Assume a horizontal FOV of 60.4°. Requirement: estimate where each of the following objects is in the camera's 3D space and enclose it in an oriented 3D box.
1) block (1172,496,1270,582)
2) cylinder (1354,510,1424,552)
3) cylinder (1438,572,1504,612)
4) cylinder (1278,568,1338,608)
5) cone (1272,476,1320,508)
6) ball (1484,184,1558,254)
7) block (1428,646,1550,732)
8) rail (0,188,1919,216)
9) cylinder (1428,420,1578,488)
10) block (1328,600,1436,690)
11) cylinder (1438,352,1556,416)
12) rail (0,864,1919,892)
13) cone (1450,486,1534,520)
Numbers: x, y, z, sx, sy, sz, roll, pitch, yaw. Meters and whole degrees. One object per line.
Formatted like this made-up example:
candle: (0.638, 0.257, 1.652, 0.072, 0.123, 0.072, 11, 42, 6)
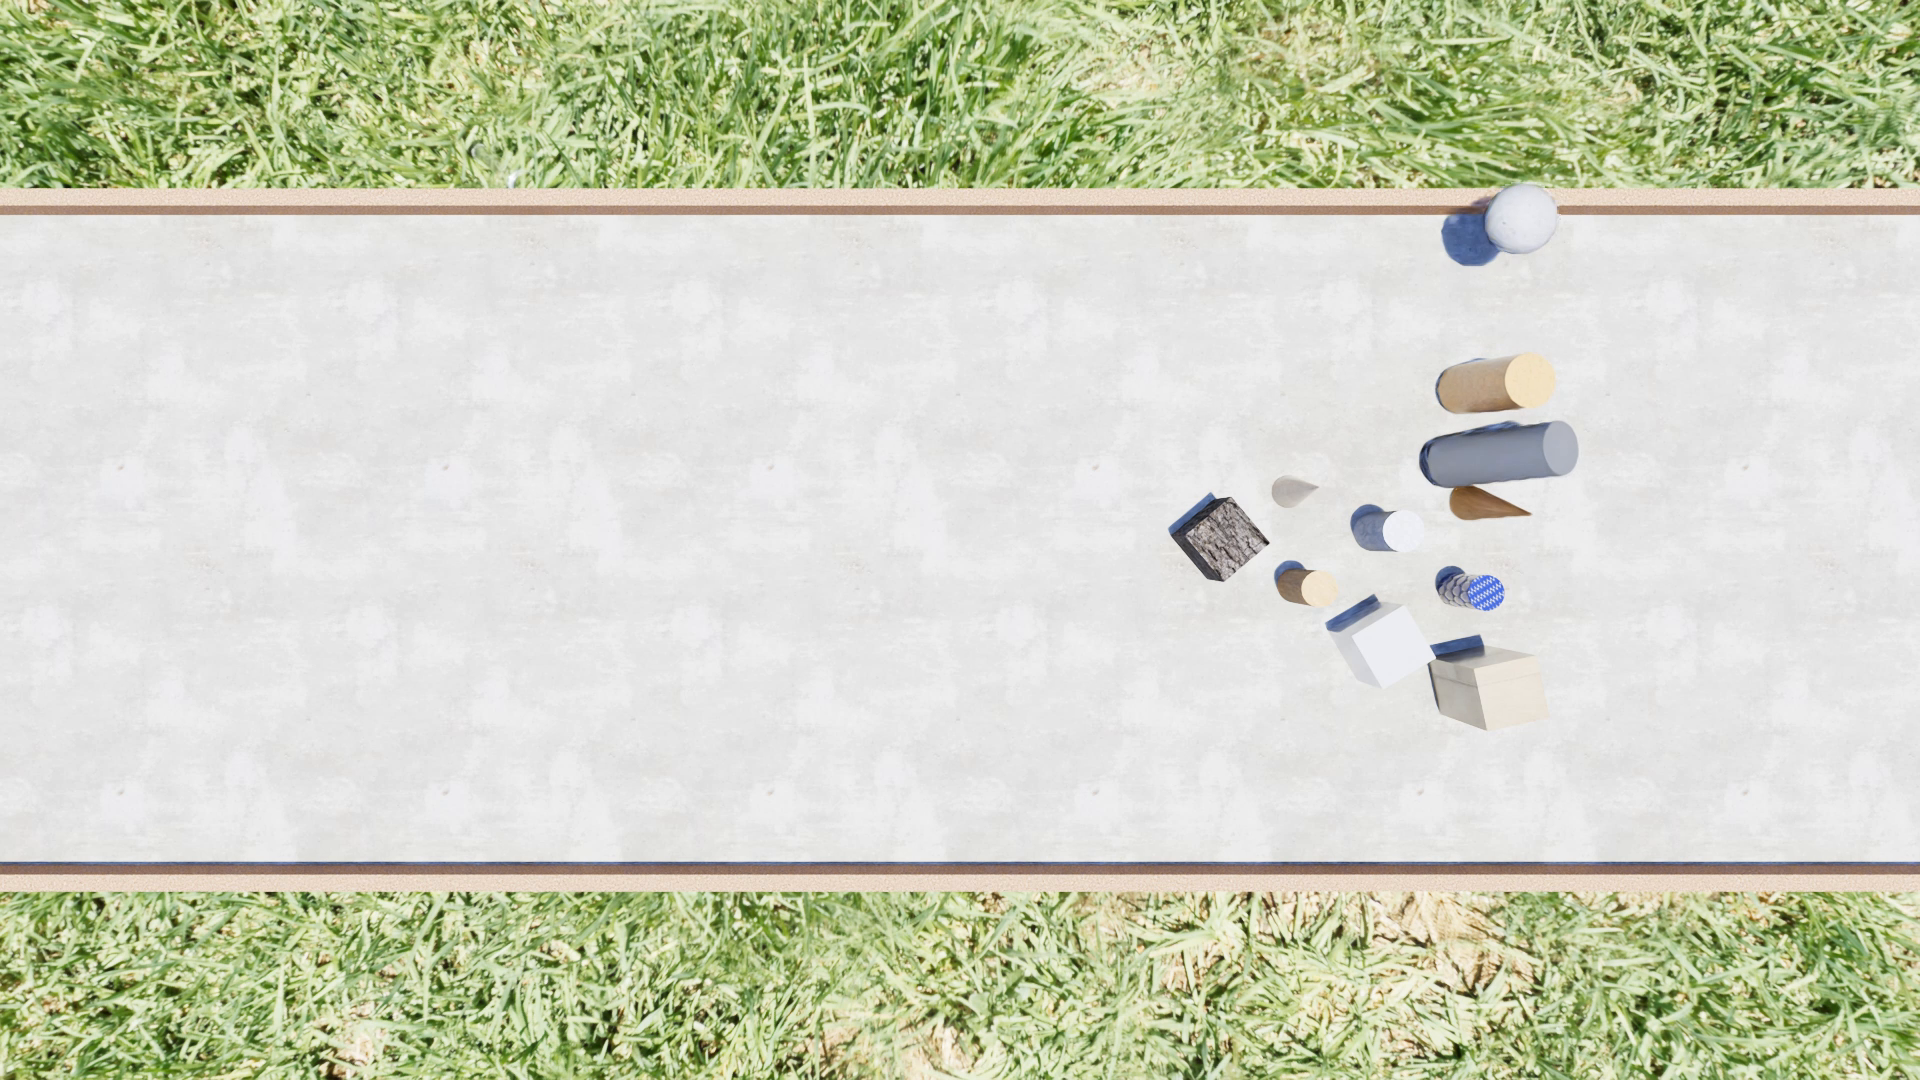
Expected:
block: (0.771, -0.002, 4.913, 0.175, 0.326, 0.175, -40, 90, 0)
cylinder: (1.271, -0.025, 4.899, 0.120, 0.356, 0.120, 0, 90, 0)
cylinder: (1.522, 0.153, 4.921, 0.104, 0.310, 0.104, 0, 90, 0)
cylinder: (1.029, 0.140, 4.895, 0.105, 0.364, 0.105, 0, 90, 0)
cone: (1.010, -0.149, 4.851, 0.102, 0.451, 0.102, 0, 90, 0)
ball: (1.591, -0.910, 4.677, 0.198, 0.198, 0.198, 0, 90, 0)
block: (1.546, 0.429, 4.847, 0.179, 0.459, 0.179, -12, 90, 0)
rail: (-2.247, -1.025, 5.002, 12.000, 0.150, 0.050, 0, 90, 0)
cylinder: (1.595, -0.249, 4.861, 0.157, 0.414, 0.157, 3, 85, -33)
block: (1.253, 0.309, 4.920, 0.179, 0.313, 0.179, -31, 90, 0)
cylinder: (1.577, -0.457, 4.864, 0.156, 0.403, 0.156, 0, 91, -11)
rail: (-2.247, 1.025, 5.001, 12.000, 0.150, 0.050, 0, 90, 0)
cone: (1.587, -0.094, 4.850, 0.111, 0.442, 0.111, -1, 96, -8)
